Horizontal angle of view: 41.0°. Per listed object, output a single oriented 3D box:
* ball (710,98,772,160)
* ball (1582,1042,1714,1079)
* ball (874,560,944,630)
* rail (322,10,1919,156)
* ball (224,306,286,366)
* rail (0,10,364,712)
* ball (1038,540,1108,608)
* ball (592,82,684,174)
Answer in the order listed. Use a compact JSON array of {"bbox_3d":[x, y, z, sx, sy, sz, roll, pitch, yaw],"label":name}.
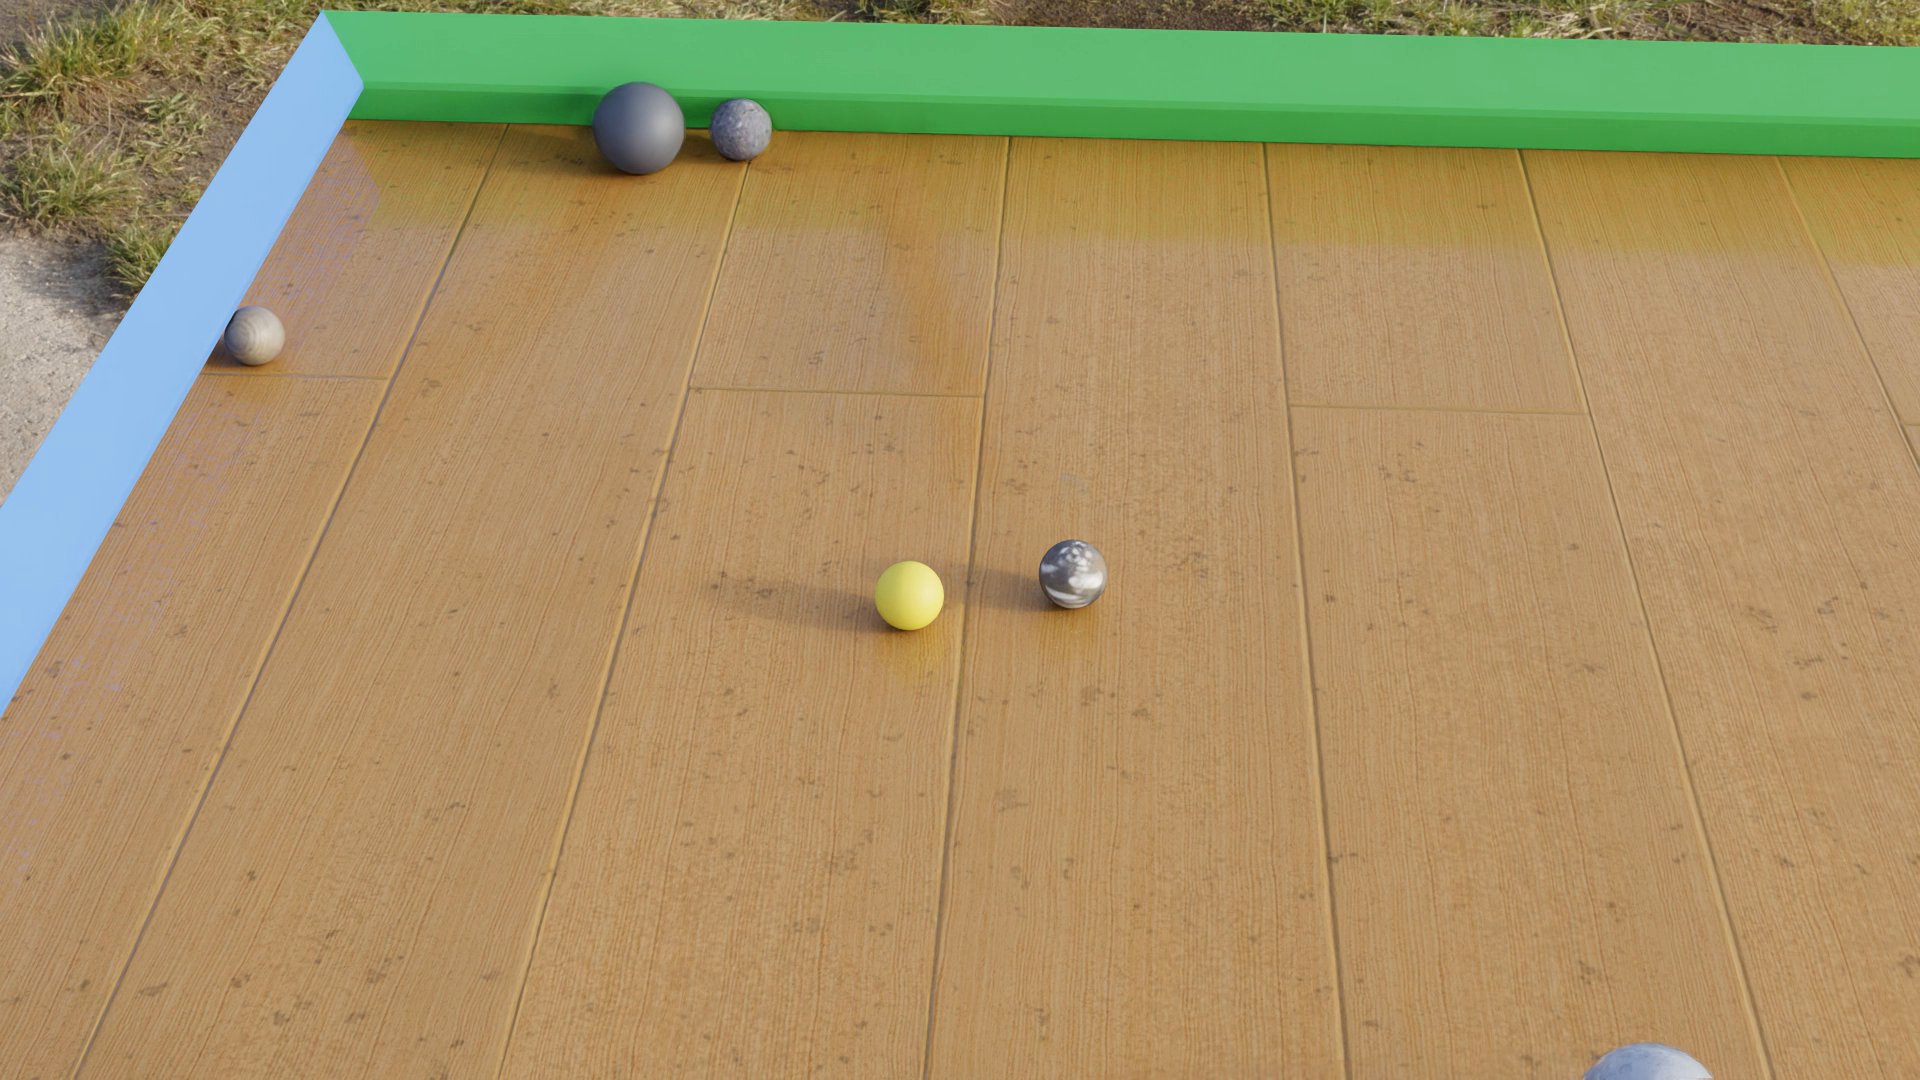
[{"bbox_3d":[-0.212,-0.398,2.485,0.060,0.060,0.060,0,35,0],"label":"ball"},{"bbox_3d":[0.385,0.323,1.431,0.084,0.084,0.084,0,35,0],"label":"ball"},{"bbox_3d":[-0.037,0.040,1.866,0.051,0.051,0.051,0,35,0],"label":"ball"},{"bbox_3d":[0.708,-0.415,2.460,2.675,0.114,0.045,2,35,3],"label":"rail"},{"bbox_3d":[-0.597,-0.173,2.172,0.051,0.051,0.051,0,35,0],"label":"ball"},{"bbox_3d":[-0.644,-0.044,1.929,0.045,0.114,1.493,2,35,3],"label":"rail"},{"bbox_3d":[0.083,0.025,1.887,0.051,0.051,0.051,0,35,0],"label":"ball"},{"bbox_3d":[-0.308,-0.394,2.456,0.088,0.088,0.088,0,35,0],"label":"ball"}]
